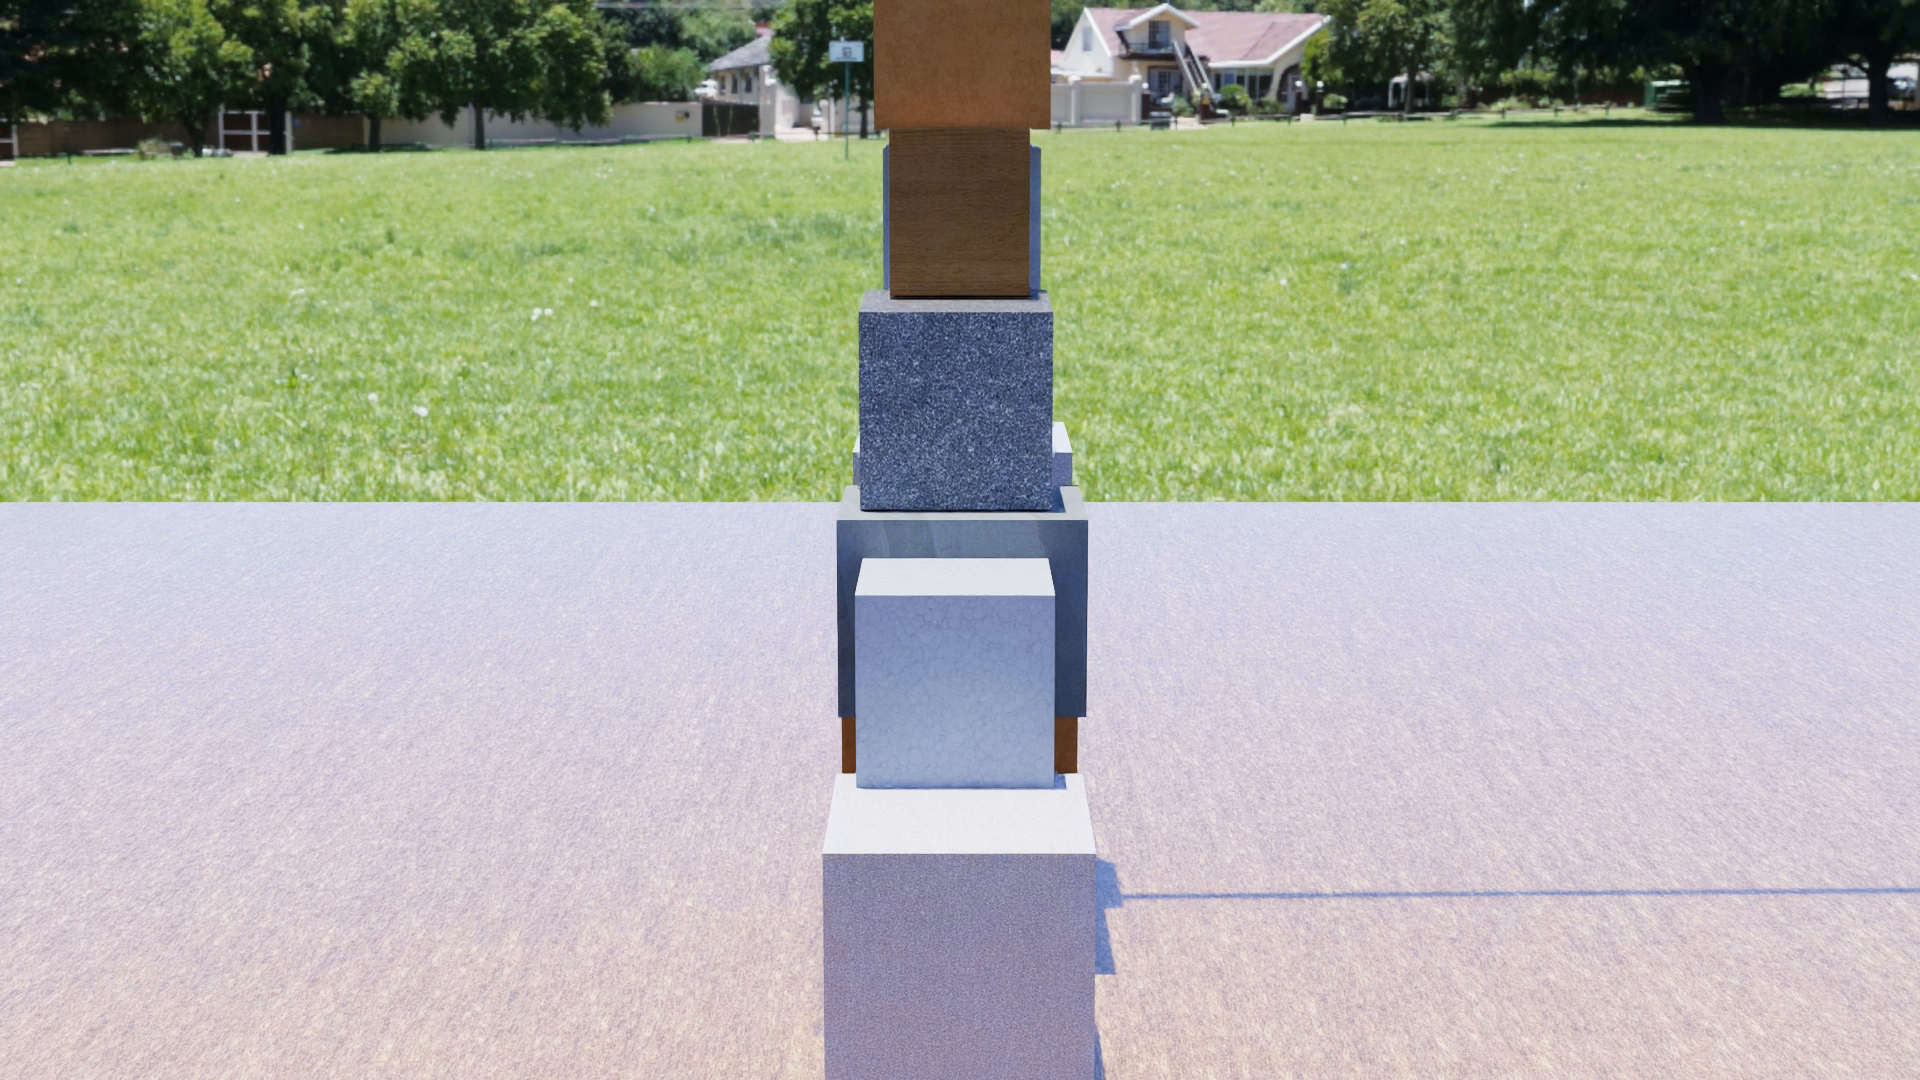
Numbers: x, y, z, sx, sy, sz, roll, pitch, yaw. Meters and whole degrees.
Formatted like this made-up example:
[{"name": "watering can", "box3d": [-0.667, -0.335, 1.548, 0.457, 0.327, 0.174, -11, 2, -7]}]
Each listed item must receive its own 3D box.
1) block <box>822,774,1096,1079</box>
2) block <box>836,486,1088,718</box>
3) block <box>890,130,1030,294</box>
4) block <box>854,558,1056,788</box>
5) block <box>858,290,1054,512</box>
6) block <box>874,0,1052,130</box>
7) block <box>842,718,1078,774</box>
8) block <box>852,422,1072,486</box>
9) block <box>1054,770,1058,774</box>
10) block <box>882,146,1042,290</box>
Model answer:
[{"name": "block", "box3d": [-0.002, 1.422, 9.059, 0.907, 0.961, 0.983, 0, 10, 0]}, {"name": "block", "box3d": [0.009, 0.232, 10.363, 0.971, 0.782, 0.844, 0, 10, 0]}, {"name": "block", "box3d": [-0.002, -1.355, 10.541, 0.560, 0.657, 0.583, 0, 9, 0]}, {"name": "block", "box3d": [-0.018, 0.482, 9.586, 0.715, 0.706, 0.765, 0, 9, 0]}, {"name": "block", "box3d": [-0.016, -0.578, 10.376, 0.754, 0.785, 0.794, 0, 12, 0]}, {"name": "block", "box3d": [0.009, -2.149, 10.793, 0.722, 0.834, 0.721, 0, 9, 0]}, {"name": "block", "box3d": [-0.001, 1.044, 10.955, 0.954, 1.027, 1.071, 0, 10, 0]}, {"name": "block", "box3d": [0.012, 0.005, 12.021, 0.980, 0.988, 1.011, 0, 10, 0]}, {"name": "block", "box3d": [0.008, 1.369, 10.010, 0.771, 0.725, 0.887, 0, 10, 0]}, {"name": "block", "box3d": [0.008, -1.400, 11.214, 0.668, 0.625, 0.732, 0, 10, 0]}]
